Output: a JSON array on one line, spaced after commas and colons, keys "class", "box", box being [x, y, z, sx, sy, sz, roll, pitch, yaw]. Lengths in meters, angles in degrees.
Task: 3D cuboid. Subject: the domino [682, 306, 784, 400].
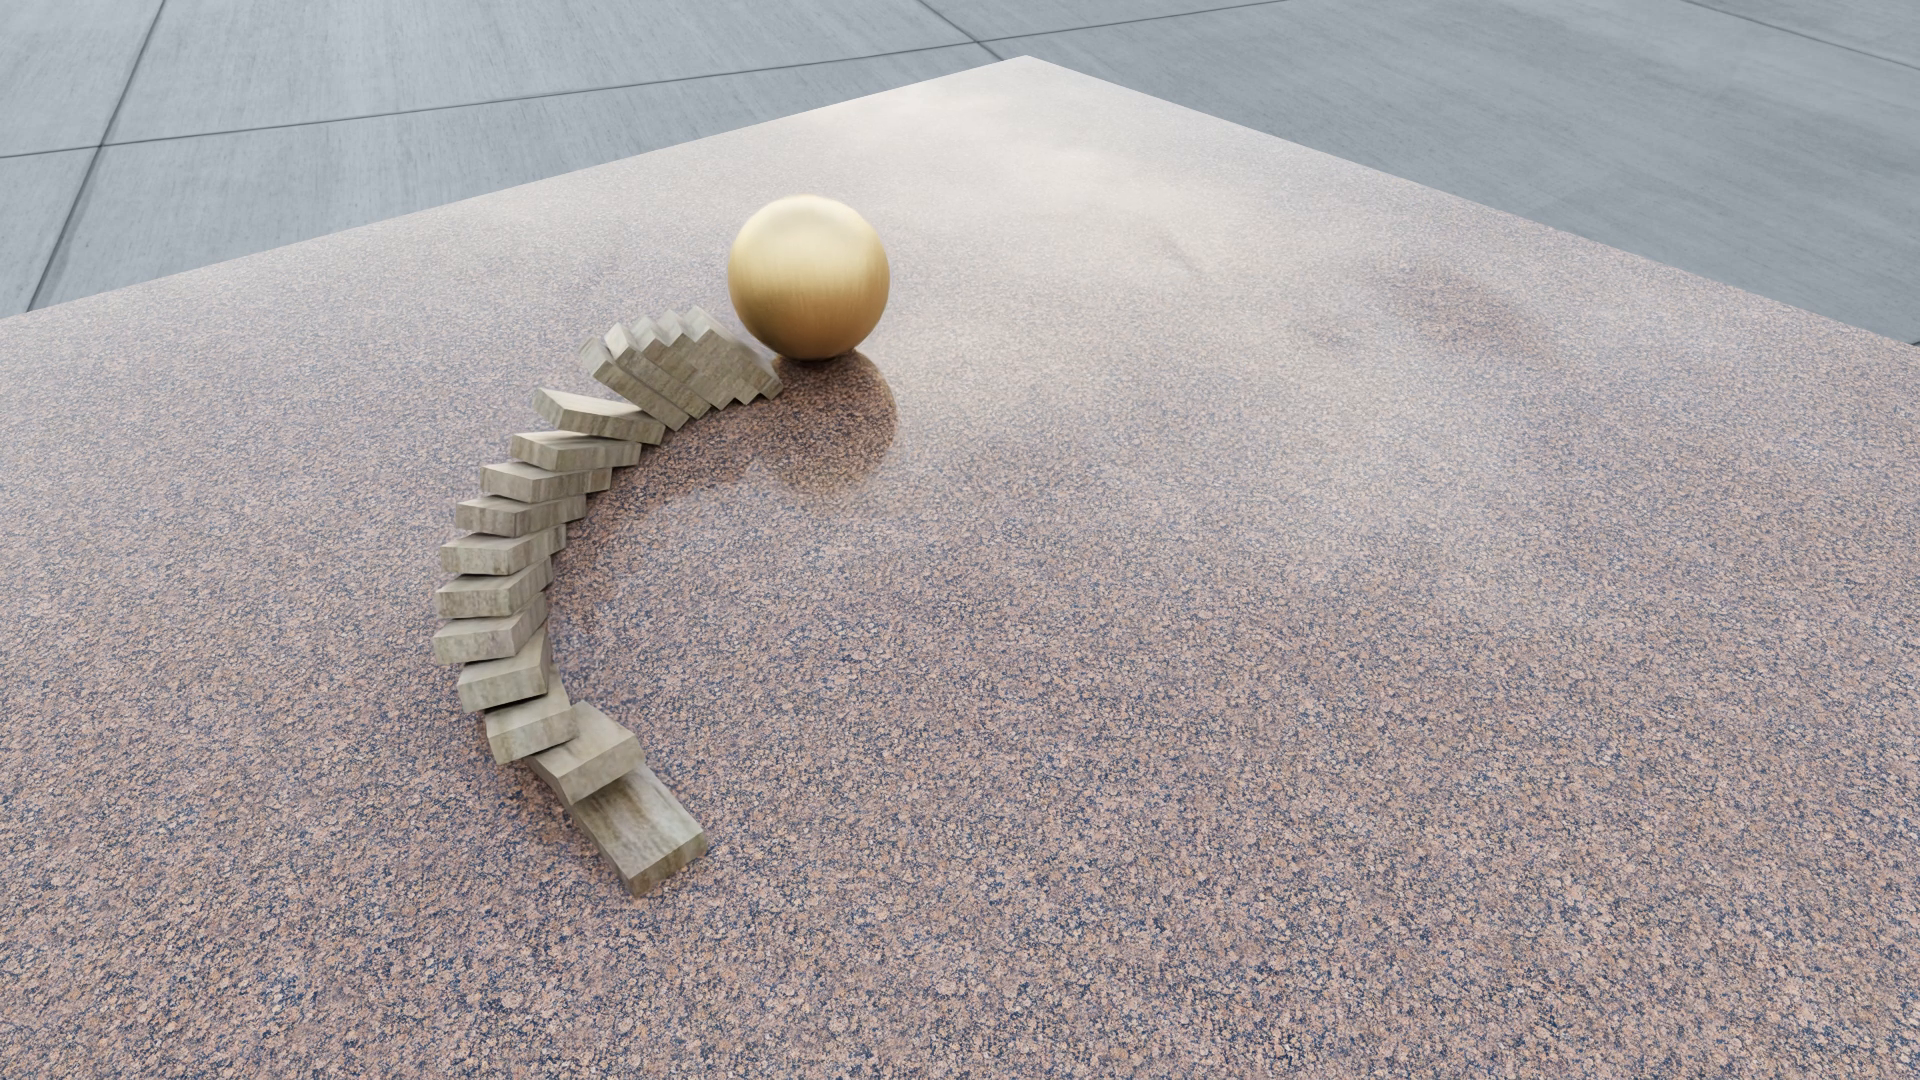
[{"class": "domino", "box": [-0.108, -0.089, 0.524, 0.010, 0.050, 0.025, -44, 45, 8]}]

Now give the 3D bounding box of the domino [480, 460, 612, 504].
[{"class": "domino", "box": [-0.171, -0.026, 0.457, 0.025, 0.010, 0.050, 14, 13, 16]}]

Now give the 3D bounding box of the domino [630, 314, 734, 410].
[{"class": "domino", "box": [-0.130, -0.083, 0.517, 0.009, 0.050, 0.025, -44, 45, 8]}]

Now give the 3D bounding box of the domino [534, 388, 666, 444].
[{"class": "domino", "box": [-0.160, -0.055, 0.489, 0.025, 0.010, 0.050, 33, 18, 38]}]

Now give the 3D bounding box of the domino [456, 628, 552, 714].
[{"class": "domino", "box": [-0.153, 0.043, 0.373, 0.025, 0.009, 0.050, -14, 14, -16]}]

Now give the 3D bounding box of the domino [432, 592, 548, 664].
[{"class": "domino", "box": [-0.165, 0.030, 0.389, 0.025, 0.010, 0.050, -6, 13, -7]}]

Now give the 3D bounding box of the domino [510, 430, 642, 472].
[{"class": "domino", "box": [-0.164, -0.039, 0.473, 0.025, 0.009, 0.050, 19, 15, 21]}]

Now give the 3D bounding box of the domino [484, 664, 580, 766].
[{"class": "domino", "box": [-0.141, 0.056, 0.359, 0.025, 0.009, 0.050, -19, 18, -21]}]

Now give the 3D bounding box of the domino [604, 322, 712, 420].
[{"class": "domino", "box": [-0.140, -0.078, 0.511, 0.009, 0.050, 0.025, -44, 44, 8]}]

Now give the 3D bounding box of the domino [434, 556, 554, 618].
[{"class": "domino", "box": [-0.171, 0.017, 0.406, 0.025, 0.010, 0.050, -3, 12, -3]}]

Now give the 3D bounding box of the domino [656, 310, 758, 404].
[{"class": "domino", "box": [-0.119, -0.086, 0.521, 0.010, 0.050, 0.025, -44, 45, 8]}]

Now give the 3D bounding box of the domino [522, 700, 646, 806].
[{"class": "domino", "box": [-0.121, 0.066, 0.347, 0.025, 0.010, 0.050, -29, 22, -30]}]

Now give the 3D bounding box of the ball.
[{"class": "ball", "box": [-0.075, -0.129, 0.546, 0.080, 0.080, 0.080, 0, 39, 0]}]

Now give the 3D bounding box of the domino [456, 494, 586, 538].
[{"class": "domino", "box": [-0.175, -0.012, 0.440, 0.025, 0.010, 0.050, 9, 12, 11]}]

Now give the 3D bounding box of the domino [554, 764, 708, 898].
[{"class": "domino", "box": [-0.103, 0.084, 0.340, 0.025, 0.010, 0.050, -30, 48, -31]}]

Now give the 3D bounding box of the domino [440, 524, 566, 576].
[{"class": "domino", "box": [-0.174, 0.002, 0.423, 0.025, 0.009, 0.050, 3, 12, 4]}]

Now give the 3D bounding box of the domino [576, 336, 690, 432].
[{"class": "domino", "box": [-0.149, -0.071, 0.502, 0.010, 0.050, 0.025, -47, 47, 6]}]
